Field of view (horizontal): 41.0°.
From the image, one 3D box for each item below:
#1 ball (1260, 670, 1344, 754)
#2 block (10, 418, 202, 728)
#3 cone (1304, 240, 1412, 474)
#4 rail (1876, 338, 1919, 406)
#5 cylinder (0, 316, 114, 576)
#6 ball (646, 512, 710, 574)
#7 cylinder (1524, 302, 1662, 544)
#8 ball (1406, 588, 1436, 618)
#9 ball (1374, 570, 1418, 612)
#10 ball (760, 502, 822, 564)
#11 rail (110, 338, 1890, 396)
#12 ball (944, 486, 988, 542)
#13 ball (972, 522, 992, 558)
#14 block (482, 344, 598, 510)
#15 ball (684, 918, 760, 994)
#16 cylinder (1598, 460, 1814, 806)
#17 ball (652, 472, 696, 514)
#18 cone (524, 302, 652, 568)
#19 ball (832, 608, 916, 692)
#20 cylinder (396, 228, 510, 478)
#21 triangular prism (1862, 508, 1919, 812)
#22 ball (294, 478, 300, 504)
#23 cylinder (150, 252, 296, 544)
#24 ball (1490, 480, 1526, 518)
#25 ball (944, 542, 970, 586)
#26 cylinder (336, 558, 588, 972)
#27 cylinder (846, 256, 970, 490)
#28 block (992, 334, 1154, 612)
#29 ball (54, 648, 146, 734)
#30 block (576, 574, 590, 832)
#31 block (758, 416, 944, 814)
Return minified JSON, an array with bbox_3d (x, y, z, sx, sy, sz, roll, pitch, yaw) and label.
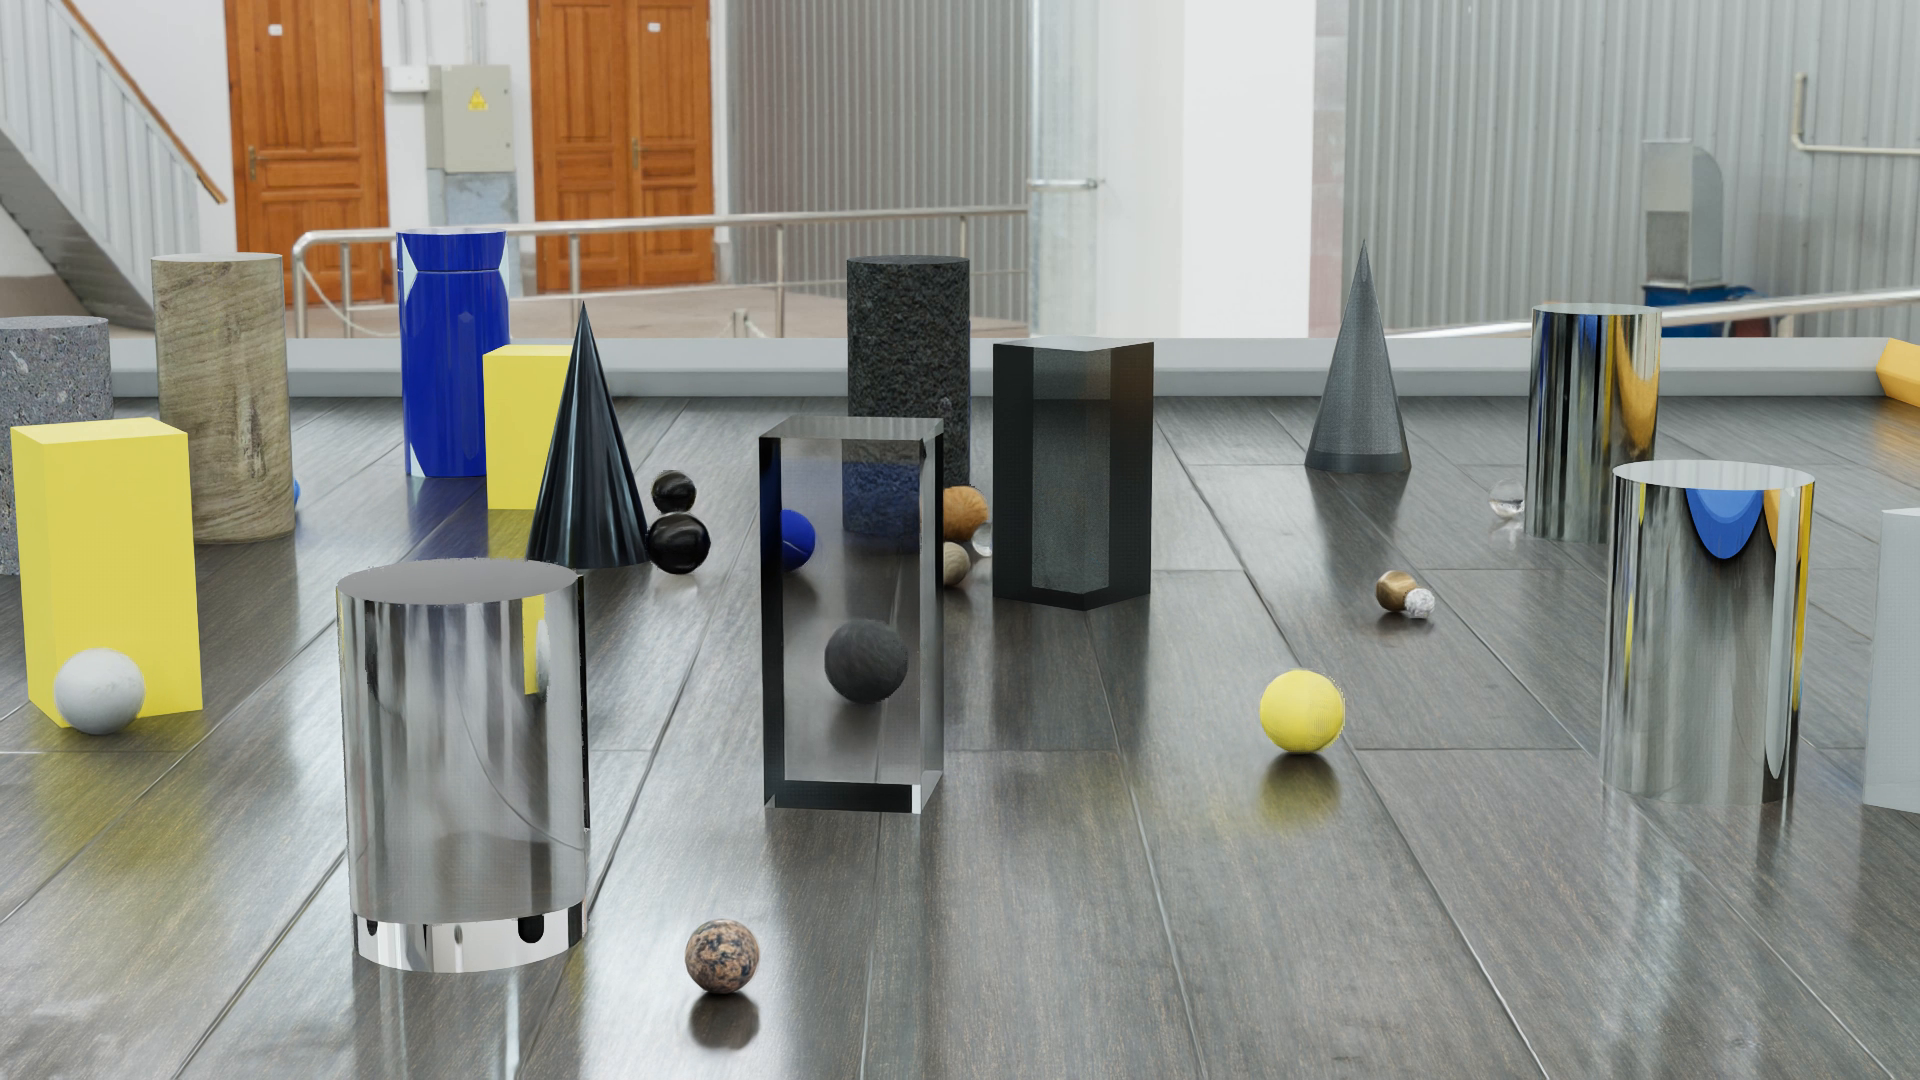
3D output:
[{"bbox_3d":[0.365,0.184,2.746,0.089,0.089,0.089,0,10,0],"label":"ball"},{"bbox_3d":[-0.975,0.032,2.932,0.157,0.319,0.157,-6,12,-31],"label":"block"},{"bbox_3d":[0.733,-0.344,4.690,0.197,0.418,0.197,0,10,0],"label":"cone"},{"bbox_3d":[2.058,0.031,3.461,0.045,0.128,4.577,0,10,0],"label":"rail"},{"bbox_3d":[-1.344,-0.142,3.770,0.197,0.357,0.197,0,10,0],"label":"cylinder"},{"bbox_3d":[-0.407,0.004,3.710,0.091,0.091,0.091,0,10,0],"label":"ball"},{"bbox_3d":[0.989,-0.186,4.016,0.197,0.353,0.197,0,10,0],"label":"cylinder"},{"bbox_3d":[0.614,0.084,3.419,0.040,0.040,0.040,0,10,0],"label":"ball"},{"bbox_3d":[0.588,0.068,3.458,0.057,0.057,0.057,0,10,0],"label":"ball"},{"bbox_3d":[-0.249,-0.010,3.782,0.093,0.093,0.093,0,10,0],"label":"ball"},{"bbox_3d":[-0.013,-0.380,5.676,4.163,0.128,0.045,0,10,0],"label":"rail"},{"bbox_3d":[-0.001,-0.040,3.962,0.087,0.087,0.087,0,10,0],"label":"ball"},{"bbox_3d":[0.045,-0.001,3.840,0.053,0.053,0.053,0,10,0],"label":"ball"},{"bbox_3d":[-0.700,-0.191,4.311,0.157,0.256,0.157,1,11,4],"label":"block"},{"bbox_3d":[-0.189,0.330,2.037,0.059,0.059,0.059,0,10,0],"label":"ball"},{"bbox_3d":[0.761,0.090,2.621,0.197,0.318,0.197,0,10,0],"label":"cylinder"},{"bbox_3d":[-0.467,-0.075,4.189,0.073,0.073,0.073,0,10,0],"label":"ball"},{"bbox_3d":[-0.555,-0.165,3.815,0.197,0.385,0.197,0,10,0],"label":"cone"},{"bbox_3d":[-0.100,0.129,3.018,0.098,0.098,0.098,0,10,0],"label":"ball"},{"bbox_3d":[-0.910,-0.341,4.634,0.197,0.433,0.197,0,10,0],"label":"cylinder"},{"bbox_3d":[1.015,0.117,2.543,0.170,0.295,0.148,8,13,38],"label":"triangular prism"},{"bbox_3d":[-1.124,-0.081,4.251,0.061,0.061,0.061,0,10,0],"label":"ball"},{"bbox_3d":[-1.149,-0.225,4.006,0.197,0.433,0.197,0,10,0],"label":"cylinder"},{"bbox_3d":[0.894,-0.067,4.181,0.060,0.060,0.060,0,10,0],"label":"ball"},{"bbox_3d":[-0.017,0.034,3.628,0.063,0.063,0.063,0,10,0],"label":"ball"},{"bbox_3d":[-0.416,0.184,2.153,0.197,0.306,0.197,0,10,0],"label":"cylinder"},{"bbox_3d":[-0.083,-0.241,4.133,0.197,0.420,0.197,0,10,0],"label":"cylinder"},{"bbox_3d":[0.156,-0.097,3.539,0.157,0.352,0.157,8,13,38],"label":"block"},{"bbox_3d":[-0.946,0.166,2.824,0.096,0.096,0.096,0,10,0],"label":"ball"},{"bbox_3d":[-0.463,0.162,2.420,0.157,0.250,0.157,5,12,26],"label":"block"},{"bbox_3d":[-0.106,0.071,2.581,0.157,0.371,0.157,1,11,8],"label":"block"}]
